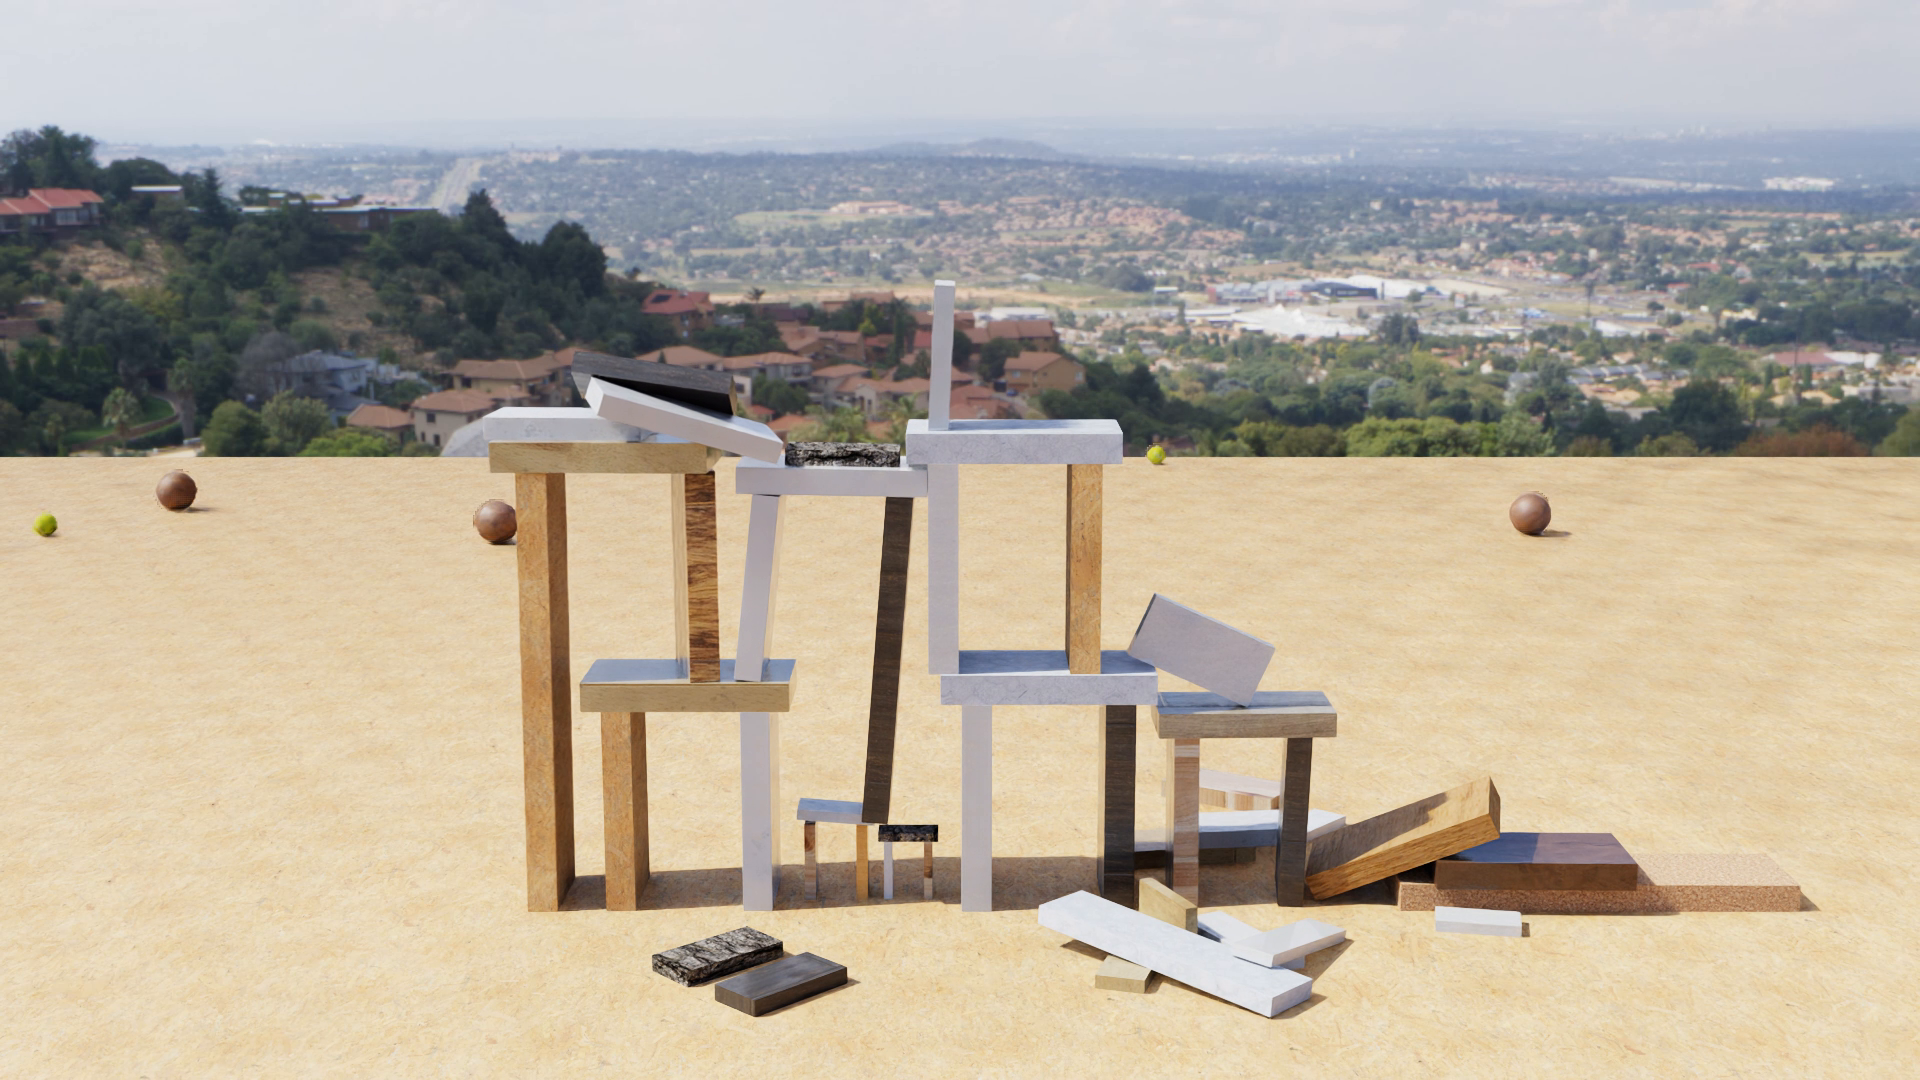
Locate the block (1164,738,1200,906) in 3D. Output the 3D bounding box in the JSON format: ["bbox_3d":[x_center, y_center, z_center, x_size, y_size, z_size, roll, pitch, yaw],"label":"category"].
[{"bbox_3d":[0.368,0.448,3.647,0.041,0.287,0.144,0,11,0],"label":"block"}]

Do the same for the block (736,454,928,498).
[{"bbox_3d":[-0.202,-0.105,3.540,0.302,0.043,0.151,1,11,0],"label":"block"}]

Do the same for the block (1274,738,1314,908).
[{"bbox_3d":[0.553,0.447,3.648,0.041,0.287,0.144,3,11,6],"label":"block"}]

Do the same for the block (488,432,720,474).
[{"bbox_3d":[-0.565,-0.144,3.525,0.341,0.048,0.171,0,11,1],"label":"block"}]

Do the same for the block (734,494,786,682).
[{"bbox_3d":[-0.323,0.064,3.571,0.043,0.302,0.151,7,11,0],"label":"block"}]

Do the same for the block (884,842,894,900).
[{"bbox_3d":[-0.119,0.542,3.657,0.014,0.099,0.050,0,11,0],"label":"block"}]

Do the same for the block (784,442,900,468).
[{"bbox_3d":[-0.187,-0.138,3.531,0.181,0.026,0.090,1,11,0],"label":"block"}]

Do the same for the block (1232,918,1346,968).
[{"bbox_3d":[0.505,0.614,3.363,0.067,0.019,0.260,13,7,34],"label":"block"}]

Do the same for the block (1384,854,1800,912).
[{"bbox_3d":[1.043,0.569,3.659,0.648,0.045,0.160,0,11,0],"label":"block"}]

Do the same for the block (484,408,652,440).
[{"bbox_3d":[-0.623,-0.186,3.524,0.251,0.036,0.126,1,11,3],"label":"block"}]

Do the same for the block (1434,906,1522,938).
[{"bbox_3d":[0.827,0.610,3.512,0.133,0.019,0.067,2,11,12],"label":"block"}]

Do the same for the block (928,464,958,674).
[{"bbox_3d":[-0.026,0.032,3.568,0.048,0.340,0.170,0,11,0],"label":"block"}]

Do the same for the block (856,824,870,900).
[{"bbox_3d":[-0.161,0.526,3.658,0.018,0.129,0.064,0,11,0],"label":"block"}]

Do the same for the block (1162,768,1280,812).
[{"bbox_3d":[0.512,0.477,4.188,0.229,0.032,0.114,7,12,32],"label":"block"}]

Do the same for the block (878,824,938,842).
[{"bbox_3d":[-0.085,0.486,3.647,0.099,0.014,0.050,0,11,0],"label":"block"}]

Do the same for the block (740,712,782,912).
[{"bbox_3d":[-0.329,0.425,3.639,0.047,0.335,0.167,0,11,0],"label":"block"}]

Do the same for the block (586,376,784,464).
[{"bbox_3d":[-0.434,-0.188,3.458,0.295,0.036,0.126,15,11,-22],"label":"block"}]

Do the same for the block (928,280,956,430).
[{"bbox_3d":[-0.029,-0.296,3.509,0.032,0.229,0.114,3,10,-1],"label":"block"}]

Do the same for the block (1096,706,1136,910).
[{"bbox_3d":[0.258,0.419,3.638,0.049,0.347,0.174,0,11,0],"label":"block"}]

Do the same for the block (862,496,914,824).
[{"bbox_3d":[-0.116,0.183,3.595,0.043,0.538,0.151,5,11,0],"label":"block"}]

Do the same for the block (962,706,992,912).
[{"bbox_3d":[0.027,0.419,3.638,0.049,0.347,0.174,0,11,0],"label":"block"}]

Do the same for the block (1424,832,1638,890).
[{"bbox_3d":[0.933,0.529,3.626,0.320,0.045,0.160,0,11,1],"label":"block"}]

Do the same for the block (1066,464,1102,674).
[{"bbox_3d":[0.200,0.032,3.568,0.048,0.340,0.170,0,11,0],"label":"block"}]

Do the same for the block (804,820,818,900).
[{"bbox_3d":[-0.247,0.526,3.659,0.018,0.129,0.064,0,11,0],"label":"block"}]

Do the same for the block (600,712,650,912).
[{"bbox_3d":[-0.553,0.425,3.639,0.047,0.335,0.167,0,11,0],"label":"block"}]

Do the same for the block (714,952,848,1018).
[{"bbox_3d":[-0.263,0.655,3.248,0.090,0.026,0.181,10,15,43],"label":"block"}]

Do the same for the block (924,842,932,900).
[{"bbox_3d":[-0.052,0.542,3.657,0.014,0.099,0.050,0,11,0],"label":"block"}]

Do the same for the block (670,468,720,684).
[{"bbox_3d":[-0.431,0.045,3.574,0.048,0.341,0.171,-3,11,-15],"label":"block"}]

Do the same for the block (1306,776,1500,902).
[{"bbox_3d":[0.736,0.495,3.648,0.320,0.045,0.160,-23,9,19],"label":"block"}]

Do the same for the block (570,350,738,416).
[{"bbox_3d":[-0.486,-0.246,3.514,0.251,0.036,0.126,8,-16,1],"label":"block"}]

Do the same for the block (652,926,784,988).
[{"bbox_3d":[-0.369,0.635,3.357,0.181,0.026,0.090,-10,14,-42],"label":"block"}]

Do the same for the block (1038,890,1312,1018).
[{"bbox_3d":[0.319,0.620,3.320,0.432,0.030,0.107,15,16,39],"label":"block"}]

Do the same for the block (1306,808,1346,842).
[{"bbox_3d":[0.638,0.519,4.000,0.067,0.019,0.133,9,14,41],"label":"block"}]

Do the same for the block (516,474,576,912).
[{"bbox_3d":[-0.677,0.235,3.601,0.048,0.723,0.171,0,11,0],"label":"block"}]

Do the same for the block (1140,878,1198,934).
[{"bbox_3d":[0.327,0.591,3.460,0.021,0.075,0.149,-5,11,-23],"label":"block"}]

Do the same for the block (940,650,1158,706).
[{"bbox_3d":[0.143,0.224,3.601,0.347,0.049,0.174,0,11,0],"label":"block"}]

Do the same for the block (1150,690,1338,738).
[{"bbox_3d":[0.464,0.287,3.615,0.287,0.041,0.144,0,11,0],"label":"block"}]

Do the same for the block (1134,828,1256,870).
[{"bbox_3d":[0.391,0.538,3.861,0.229,0.032,0.114,-2,11,-12],"label":"block"}]

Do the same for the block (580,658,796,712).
[{"bbox_3d":[-0.441,0.238,3.604,0.335,0.047,0.167,0,11,0],"label":"block"}]

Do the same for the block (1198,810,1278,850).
[{"bbox_3d":[0.484,0.507,3.855,0.214,0.030,0.107,-1,11,-7],"label":"block"}]

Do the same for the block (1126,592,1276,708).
[{"bbox_3d":[0.392,0.179,3.577,0.214,0.107,0.030,24,10,-5],"label":"block"}]

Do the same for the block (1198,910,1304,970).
[{"bbox_3d":[0.438,0.626,3.419,0.075,0.021,0.218,-6,12,-29],"label":"block"}]

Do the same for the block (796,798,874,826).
[{"bbox_3d":[-0.204,0.450,3.645,0.129,0.018,0.064,5,11,-1],"label":"block"}]

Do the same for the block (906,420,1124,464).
[{"bbox_3d":[0.086,-0.158,3.532,0.340,0.048,0.170,0,11,0],"label":"block"}]

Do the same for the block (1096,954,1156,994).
[{"bbox_3d":[0.258,0.644,3.321,0.075,0.021,0.149,3,11,17],"label":"block"}]
